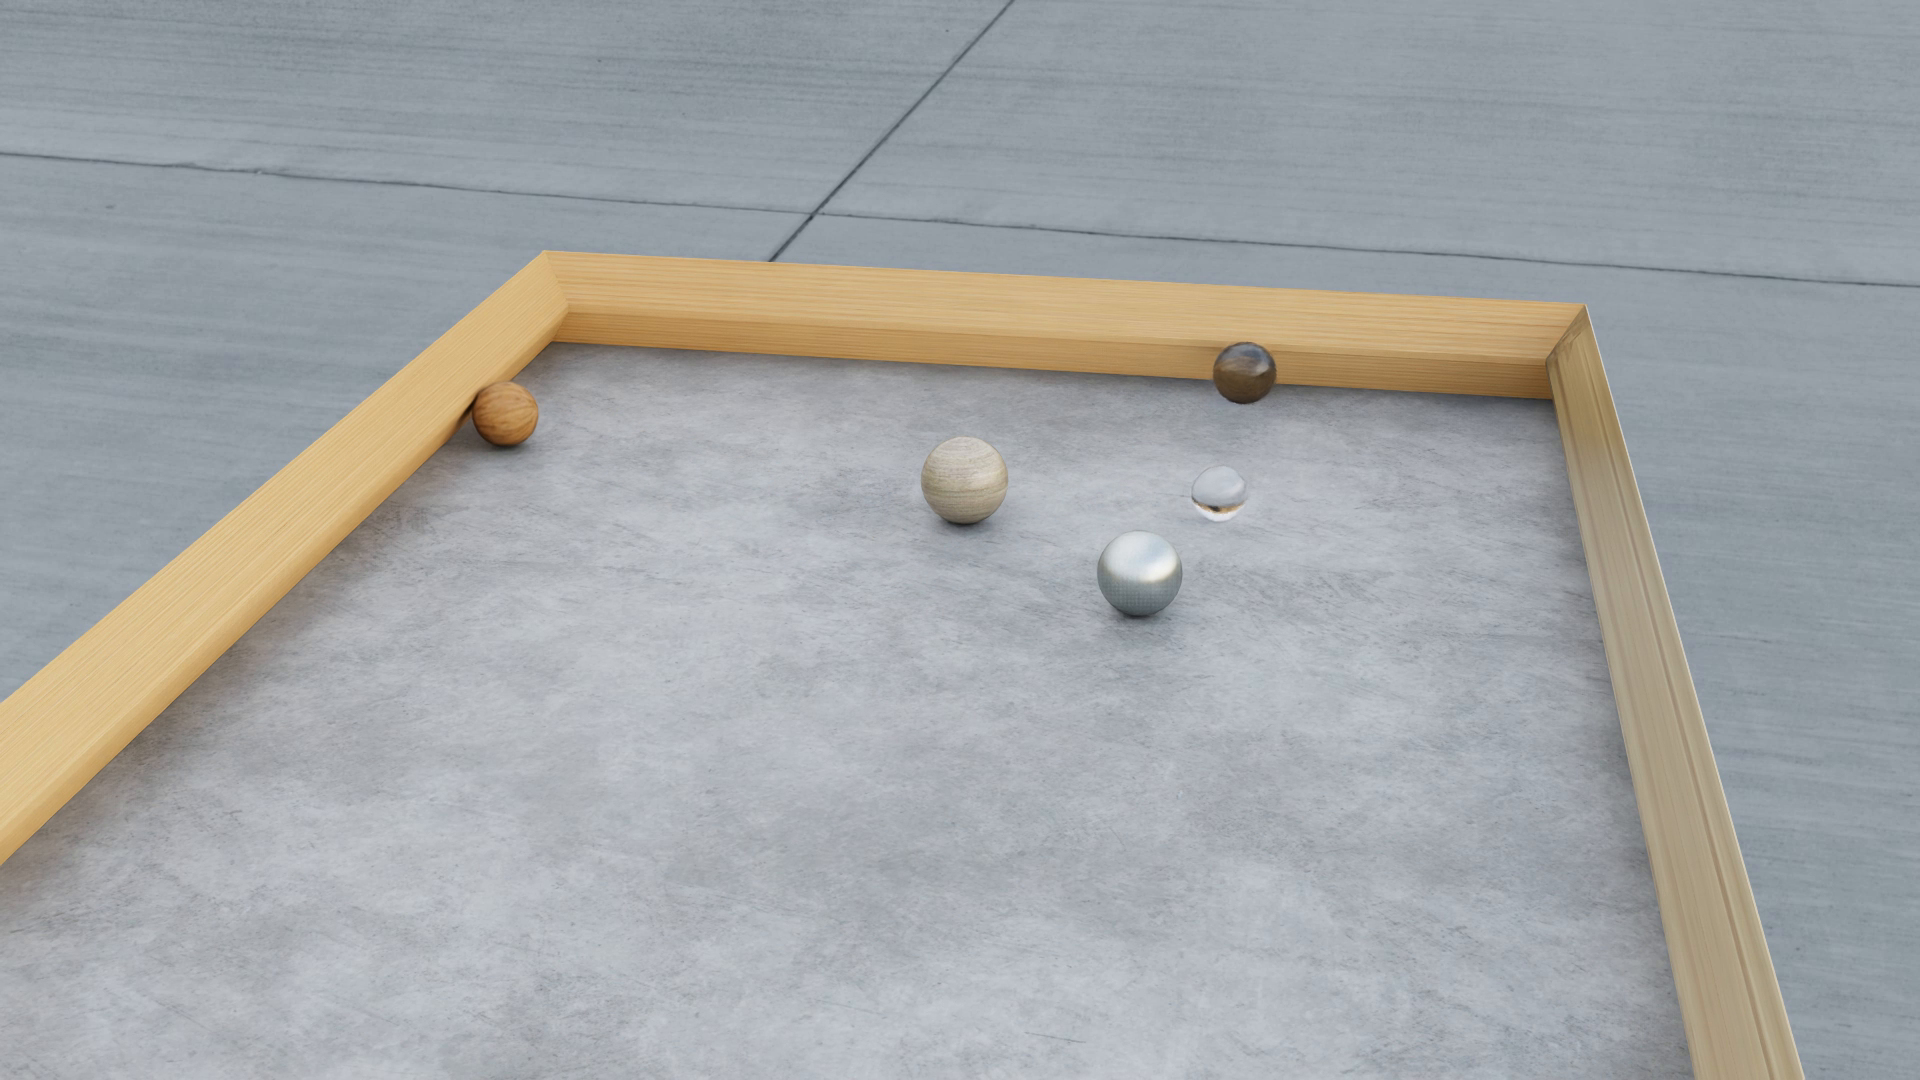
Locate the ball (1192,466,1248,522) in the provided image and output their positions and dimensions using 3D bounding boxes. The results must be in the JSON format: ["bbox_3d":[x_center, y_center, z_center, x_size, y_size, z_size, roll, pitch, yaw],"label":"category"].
[{"bbox_3d":[0.281,-0.050,2.378,0.061,0.061,0.061,0,24,0],"label":"ball"}]

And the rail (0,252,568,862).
[{"bbox_3d":[-0.741,0.191,1.759,0.045,0.123,2.552,4,24,9],"label":"rail"}]

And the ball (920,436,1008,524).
[{"bbox_3d":[0.005,-0.065,2.368,0.095,0.095,0.095,0,24,0],"label":"ball"}]

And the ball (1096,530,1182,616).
[{"bbox_3d":[0.177,0.032,2.164,0.085,0.085,0.085,0,24,0],"label":"ball"}]

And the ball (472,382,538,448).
[{"bbox_3d":[-0.532,-0.147,2.576,0.076,0.076,0.076,0,24,0],"label":"ball"}]

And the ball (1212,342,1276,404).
[{"bbox_3d":[0.350,-0.206,2.706,0.077,0.077,0.077,0,24,0],"label":"ball"}]

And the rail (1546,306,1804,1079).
[{"bbox_3d":[0.524,0.280,1.560,0.045,0.123,2.552,4,24,9],"label":"rail"}]

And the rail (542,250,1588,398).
[{"bbox_3d":[0.104,-0.268,2.786,1.330,0.123,0.045,4,24,9],"label":"rail"}]
